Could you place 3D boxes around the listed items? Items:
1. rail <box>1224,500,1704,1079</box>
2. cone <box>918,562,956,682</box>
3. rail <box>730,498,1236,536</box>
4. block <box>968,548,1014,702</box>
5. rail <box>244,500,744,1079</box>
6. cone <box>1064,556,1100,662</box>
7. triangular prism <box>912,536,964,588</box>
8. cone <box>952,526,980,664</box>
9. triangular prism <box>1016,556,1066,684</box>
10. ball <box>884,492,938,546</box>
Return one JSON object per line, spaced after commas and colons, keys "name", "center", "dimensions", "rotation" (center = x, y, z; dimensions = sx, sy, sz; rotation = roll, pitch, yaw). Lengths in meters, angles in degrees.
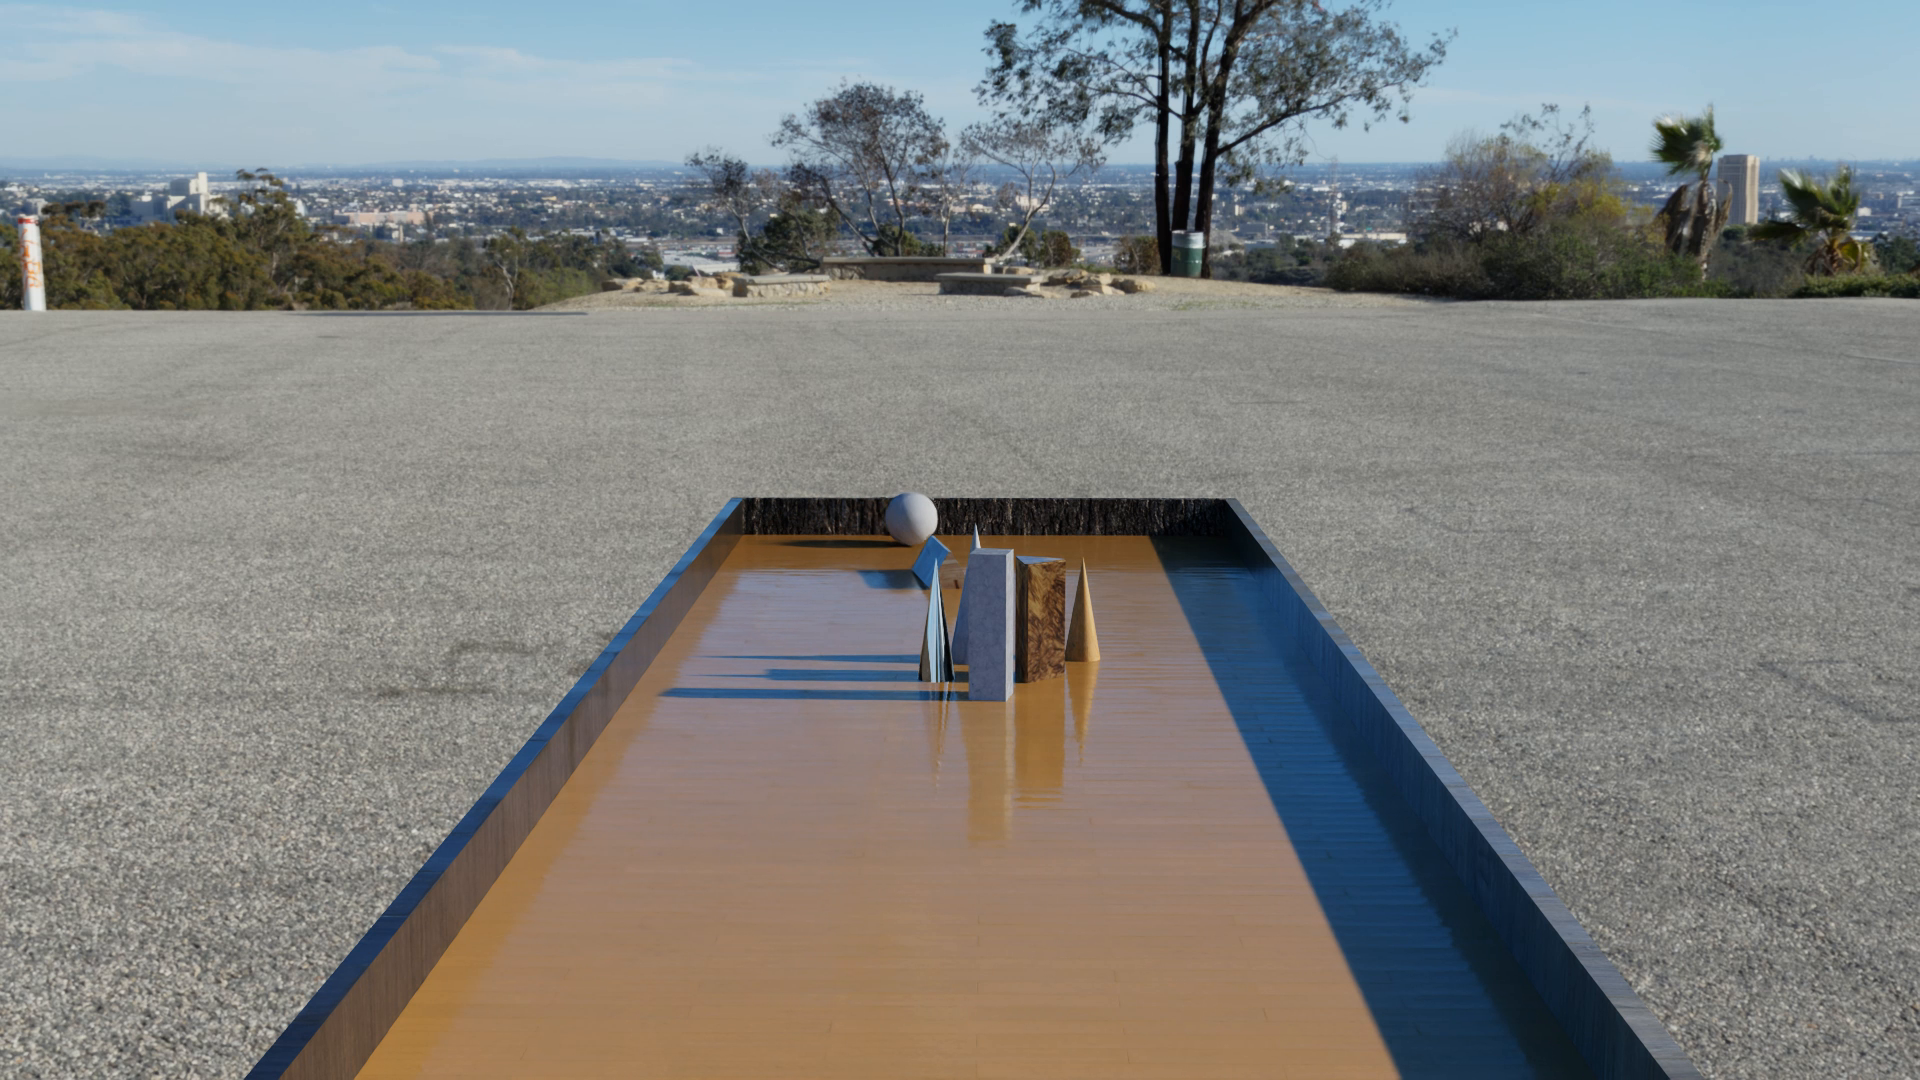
{"name": "rail", "center": [1.046, 0.843, 3.208], "dimensions": [0.050, 0.150, 12.000], "rotation": [0, 9, 1]}
{"name": "cone", "center": [-0.070, 0.227, 6.423], "dimensions": [0.113, 0.361, 0.113], "rotation": [0, 9, 0]}
{"name": "rail", "center": [0.099, -0.098, 9.147], "dimensions": [2.100, 0.150, 0.050], "rotation": [0, 9, 1]}
{"name": "block", "center": [0.088, 0.237, 6.185], "dimensions": [0.106, 0.415, 0.106], "rotation": [2, 9, 12]}
{"name": "rail", "center": [-1.004, 0.839, 3.234], "dimensions": [0.050, 0.150, 12.000], "rotation": [0, 9, 1]}
{"name": "cone", "center": [0.374, 0.205, 6.705], "dimensions": [0.111, 0.317, 0.111], "rotation": [0, 9, 0]}
{"name": "triangular prism", "center": [-0.071, 0.077, 8.081], "dimensions": [0.153, 0.132, 0.399], "rotation": [-2, 9, -10]}
{"name": "cone", "center": [0.047, 0.155, 6.673], "dimensions": [0.161, 0.425, 0.161], "rotation": [0, 9, 0]}
{"name": "triangular prism", "center": [0.208, 0.227, 6.455], "dimensions": [0.152, 0.350, 0.131], "rotation": [-7, 12, -39]}
{"name": "ball", "center": [-0.196, -0.086, 8.868], "dimensions": [0.215, 0.215, 0.215], "rotation": [0, 9, 0]}
